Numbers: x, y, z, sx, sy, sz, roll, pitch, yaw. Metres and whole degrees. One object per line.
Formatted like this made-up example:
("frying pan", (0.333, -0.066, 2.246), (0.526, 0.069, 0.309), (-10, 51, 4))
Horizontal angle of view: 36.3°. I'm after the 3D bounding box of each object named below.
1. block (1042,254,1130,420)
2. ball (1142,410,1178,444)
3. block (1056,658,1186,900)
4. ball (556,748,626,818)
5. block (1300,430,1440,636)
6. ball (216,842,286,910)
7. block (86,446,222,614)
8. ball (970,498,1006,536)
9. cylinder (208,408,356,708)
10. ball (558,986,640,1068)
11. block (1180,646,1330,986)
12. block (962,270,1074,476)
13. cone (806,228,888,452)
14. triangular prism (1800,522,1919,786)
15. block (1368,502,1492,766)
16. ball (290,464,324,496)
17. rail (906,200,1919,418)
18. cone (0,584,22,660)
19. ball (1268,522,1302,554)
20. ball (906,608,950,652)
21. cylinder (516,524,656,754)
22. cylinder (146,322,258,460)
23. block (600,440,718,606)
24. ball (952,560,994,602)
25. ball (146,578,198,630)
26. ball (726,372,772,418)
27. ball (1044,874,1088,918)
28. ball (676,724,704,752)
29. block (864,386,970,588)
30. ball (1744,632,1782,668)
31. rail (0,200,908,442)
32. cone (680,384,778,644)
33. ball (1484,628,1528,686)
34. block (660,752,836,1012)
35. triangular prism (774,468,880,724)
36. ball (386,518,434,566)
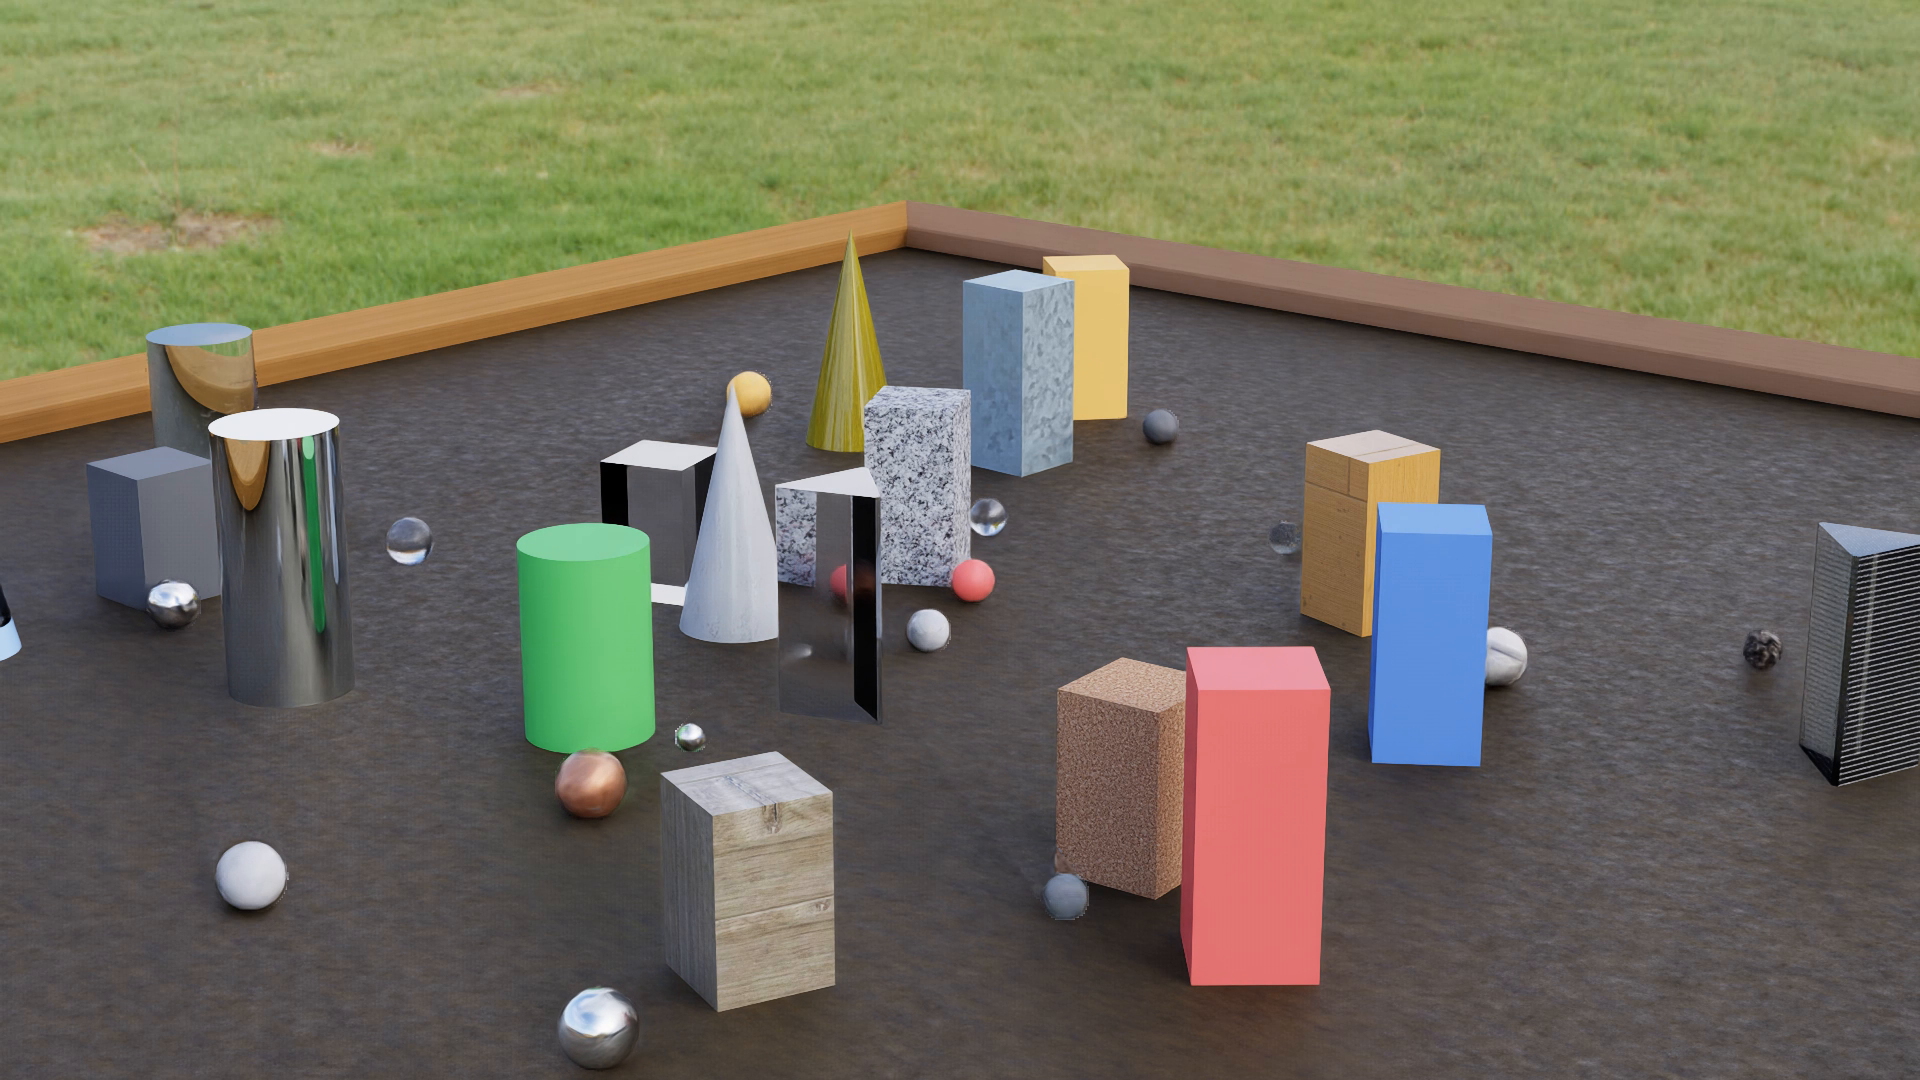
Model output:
("block", (0.270, -0.439, 6.344), (0.159, 0.326, 0.159), (-2, 17, -8))
("ball", (0.416, -0.235, 6.108), (0.072, 0.072, 0.072), (0, 17, 0))
("block", (0.240, 0.318, 3.943), (0.159, 0.262, 0.159), (12, 20, 34))
("ball", (-0.521, 0.343, 4.142), (0.099, 0.099, 0.099), (0, 17, 0))
("block", (0.695, -0.013, 4.975), (0.159, 0.302, 0.159), (-11, 20, -32))
("ball", (-0.928, 0.440, 3.839), (0.090, 0.090, 0.090), (0, 17, 0))
("block", (-1.399, -0.020, 5.106), (0.159, 0.238, 0.159), (15, 22, 40))
("ball", (0.051, -0.042, 5.473), (0.070, 0.070, 0.070), (0, 17, 0))
("cylinder", (-1.065, 0.027, 4.615), (0.198, 0.432, 0.198), (0, 17, 0))
("ball", (-0.420, 0.567, 3.409), (0.095, 0.095, 0.095), (0, 17, 0))
("block", (0.364, 0.342, 3.647), (0.159, 0.387, 0.159), (0, 17, -1))
("block", (0.118, -0.339, 5.924), (0.159, 0.377, 0.159), (15, 22, 40))
("cone", (-0.225, -0.428, 6.087), (0.198, 0.453, 0.198), (0, 17, 0))
("triangular prism", (1.308, 0.160, 4.317), (0.172, 0.350, 0.149), (-10, 19, -29))
("block", (0.698, 0.139, 4.372), (0.159, 0.357, 0.159), (2, 17, 5))
("ball", (-1.276, -0.118, 5.734), (0.065, 0.065, 0.065), (0, 17, 0))
("rail", (1.488, -0.462, 6.761), (4.380, 0.129, 0.045), (14, 22, 39))
("cone", (-1.654, -0.033, 4.781), (0.198, 0.452, 0.198), (0, 17, 0))
("ball", (0.594, -0.004, 5.363), (0.059, 0.059, 0.059), (0, 17, 0))
("ball", (-0.053, 0.149, 4.838), (0.071, 0.071, 0.071), (0, 17, 0))
("cylinder", (-0.565, 0.147, 4.441), (0.198, 0.302, 0.198), (0, 17, 0))
("cylinder", (-1.451, -0.232, 5.639), (0.198, 0.336, 0.198), (0, 17, 0))
("block", (-0.518, -0.032, 5.138), (0.159, 0.243, 0.159), (7, 18, 21))
("ball", (0.023, 0.071, 5.089), (0.075, 0.075, 0.075), (0, 17, 0))
("ball", (-1.328, 0.108, 4.947), (0.086, 0.086, 0.086), (0, 17, 0))
("ball", (-0.455, -0.314, 6.325), (0.098, 0.098, 0.098), (0, 17, 0))
("ball", (0.137, 0.463, 3.817), (0.058, 0.058, 0.058), (0, 17, 0))
("ball", (-0.404, 0.296, 4.398), (0.042, 0.042, 0.042), (0, 17, 0))
("block", (-0.074, -0.097, 5.219), (0.159, 0.320, 0.159), (3, 17, 11))
("ball", (1.302, 0.178, 4.755), (0.061, 0.061, 0.061), (0, 17, 0))
("rail", (-1.636, -0.377, 6.480), (0.045, 0.129, 4.587), (14, 22, 39))
("cone", (-0.378, -0.061, 4.917), (0.198, 0.426, 0.198), (0, 17, 0))
("ball", (0.857, 0.187, 4.672), (0.094, 0.094, 0.094), (0, 17, 0))
("block", (-0.262, 0.419, 3.620), (0.159, 0.256, 0.159), (-9, 19, -27))
("triangular prism", (-0.175, 0.081, 4.554), (0.172, 0.364, 0.149), (6, 18, 20))
("ball", (-0.994, 0.002, 5.296), (0.087, 0.087, 0.087), (0, 17, 0))
